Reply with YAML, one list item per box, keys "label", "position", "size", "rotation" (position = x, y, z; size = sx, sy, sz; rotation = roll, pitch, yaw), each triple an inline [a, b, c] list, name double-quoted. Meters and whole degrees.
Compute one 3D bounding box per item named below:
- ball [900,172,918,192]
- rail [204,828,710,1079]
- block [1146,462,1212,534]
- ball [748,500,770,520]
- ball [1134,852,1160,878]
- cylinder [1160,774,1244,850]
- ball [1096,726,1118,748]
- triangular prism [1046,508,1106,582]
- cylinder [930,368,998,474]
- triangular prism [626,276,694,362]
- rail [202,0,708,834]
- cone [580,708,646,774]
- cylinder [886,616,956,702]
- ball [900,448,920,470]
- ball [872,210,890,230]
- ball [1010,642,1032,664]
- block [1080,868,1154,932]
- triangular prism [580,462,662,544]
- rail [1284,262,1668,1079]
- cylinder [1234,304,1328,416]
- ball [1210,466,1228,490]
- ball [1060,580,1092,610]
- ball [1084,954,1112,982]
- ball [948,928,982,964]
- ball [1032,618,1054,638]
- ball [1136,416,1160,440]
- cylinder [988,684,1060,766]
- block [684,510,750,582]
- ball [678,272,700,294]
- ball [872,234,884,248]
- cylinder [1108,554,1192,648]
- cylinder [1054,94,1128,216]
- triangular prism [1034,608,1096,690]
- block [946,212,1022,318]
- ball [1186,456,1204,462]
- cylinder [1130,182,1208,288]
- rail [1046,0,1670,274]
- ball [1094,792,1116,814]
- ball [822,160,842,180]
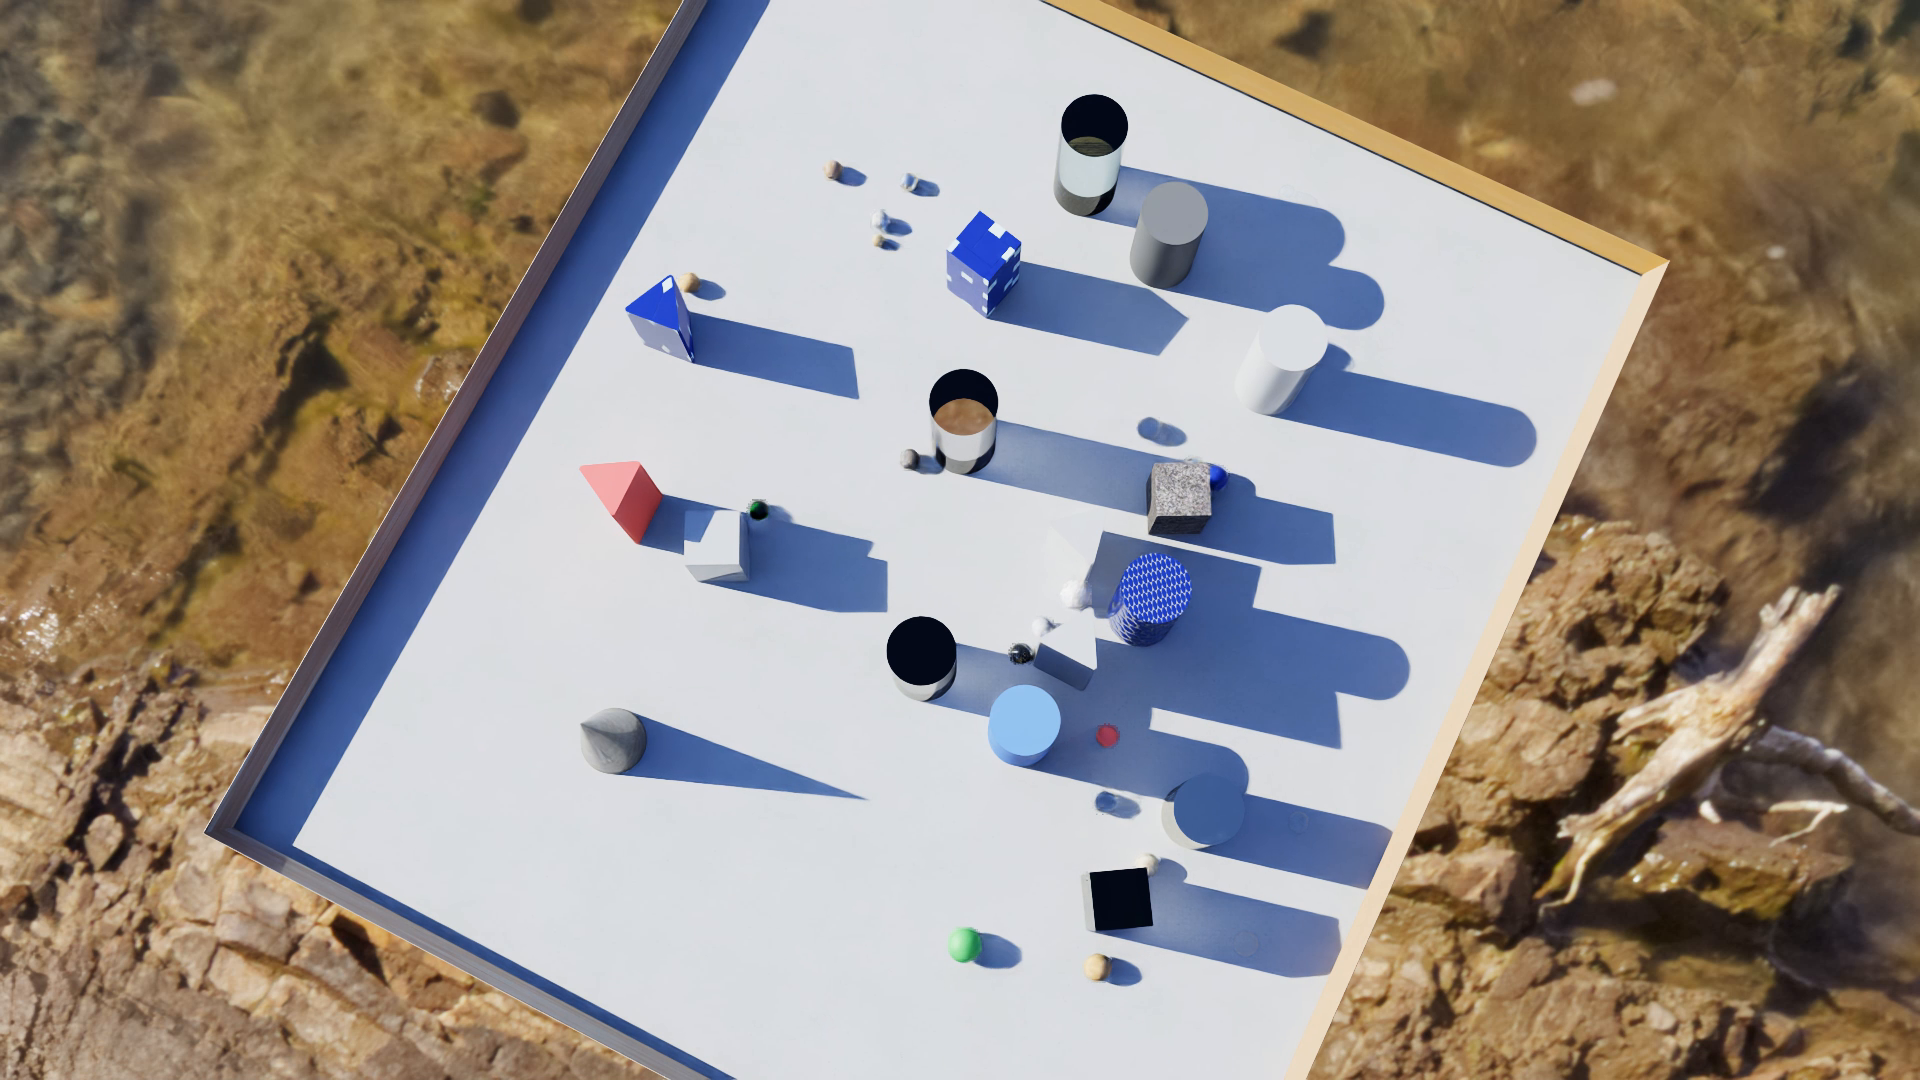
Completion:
- label: "ball"
  position: [-0.162, -1.138, 5.822]
  size: [0.059, 0.059, 0.059]
  rotation: [0, 78, 0]
- label: "rail"
  position: [-0.778, 1.531, 5.233]
  size: [3.144, 0.129, 0.045]
  rotation: [26, 80, 5]
- label: "block"
  position: [0.654, -0.123, 5.507]
  size: [0.159, 0.265, 0.159]
  rotation: [-1, 78, 0]
- label: "ball"
  position: [-0.615, -0.091, 5.604]
  size: [0.061, 0.061, 0.061]
  rotation: [0, 78, 0]
- label: "ball"
  position: [0.548, 0.955, 5.382]
  size: [0.073, 0.073, 0.073]
  rotation: [0, 78, 0]
- label: "cylinder"
  position: [0.696, 0.786, 5.285]
  size: [0.199, 0.331, 0.199]
  rotation: [0, 78, 0]
- label: "ball"
  position: [0.438, 0.586, 5.463]
  size: [0.064, 0.064, 0.064]
  rotation: [0, 78, 0]
- label: "triangular prism"
  position: [0.373, -0.010, 5.458]
  size: [0.149, 0.315, 0.173]
  rotation: [-44, 82, -8]
- label: "cylinder"
  position: [0.011, -0.346, 5.452]
  size: [0.199, 0.463, 0.199]
  rotation: [0, 78, 0]
- label: "triangular prism"
  position: [-0.884, -0.686, 5.591]
  size: [0.173, 0.329, 0.149]
  rotation: [21, 79, 4]
- label: "rail"
  position: [-1.385, -0.671, 5.688]
  size: [0.045, 0.129, 3.528]
  rotation: [26, 80, 5]
- label: "cone"
  position: [-1.038, 0.552, 5.249]
  size: [0.199, 0.497, 0.199]
  rotation: [0, 78, 0]
- label: "cylinder"
  position: [-0.109, 0.351, 5.352]
  size: [0.199, 0.376, 0.199]
  rotation: [0, 78, 0]
- label: "ball"
  position: [-0.155, -0.249, 5.636]
  size: [0.062, 0.062, 0.062]
  rotation: [0, 78, 0]
- label: "ball"
  position: [-0.252, -1.011, 5.796]
  size: [0.059, 0.059, 0.059]
  rotation: [0, 78, 0]
- label: "ball"
  position: [0.185, 0.341, 5.513]
  size: [0.065, 0.065, 0.065]
  rotation: [0, 78, 0]
- label: "block"
  position: [0.442, 1.023, 5.210]
  size: [0.159, 0.381, 0.159]
  rotation: [-5, 78, -1]
- label: "triangular prism"
  position: [-0.976, -0.140, 5.434]
  size: [0.149, 0.414, 0.173]
  rotation: [-35, 80, -7]
- label: "rail"
  position: [1.385, 0.685, 5.408]
  size: [0.045, 0.129, 3.528]
  rotation: [26, 80, 5]
- label: "cylinder"
  position: [0.956, -0.533, 5.488]
  size: [0.199, 0.469, 0.199]
  rotation: [0, 78, 0]
- label: "ball"
  position: [0.781, -0.190, 5.616]
  size: [0.079, 0.079, 0.079]
  rotation: [0, 78, 0]
- label: "ball"
  position: [0.349, 0.166, 5.534]
  size: [0.094, 0.094, 0.094]
  rotation: [0, 78, 0]
- label: "ball"
  position: [0.401, 1.241, 5.320]
  size: [0.078, 0.078, 0.078]
  rotation: [0, 78, 0]
- label: "ball"
  position: [0.014, 1.178, 5.322]
  size: [0.099, 0.099, 0.099]
  rotation: [0, 78, 0]
- label: "ball"
  position: [0.249, 0.265, 5.528]
  size: [0.065, 0.065, 0.065]
  rotation: [0, 78, 0]
- label: "ball"
  position: [0.582, -0.346, 5.651]
  size: [0.073, 0.073, 0.073]
  rotation: [0, 78, 0]
- label: "cylinder"
  position: [0.182, 0.542, 5.315]
  size: [0.199, 0.371, 0.199]
  rotation: [0, 78, 0]
- label: "block"
  position: [-0.723, 0.021, 5.474]
  size: [0.159, 0.270, 0.159]
  rotation: [-1, 78, 0]
- label: "ball"
  position: [-0.850, -0.806, 5.750]
  size: [0.066, 0.066, 0.066]
  rotation: [0, 78, 0]
- label: "ball"
  position: [-0.258, -0.947, 5.791]
  size: [0.042, 0.042, 0.042]
  rotation: [0, 78, 0]
- label: "cylinder"
  position: [0.549, 0.181, 5.347]
  size: [0.199, 0.455, 0.199]
  rotation: [0, 78, 0]
- label: "cylinder"
  position: [0.396, -1.174, 5.623]
  size: [0.199, 0.464, 0.199]
  rotation: [0, 78, 0]
- label: "triangular prism"
  position: [0.331, 0.301, 5.304]
  size: [0.173, 0.490, 0.149]
  rotation: [27, 80, 5]
- label: "block"
  position: [0.071, -0.839, 5.615]
  size: [0.159, 0.343, 0.159]
  rotation: [38, 81, 7]
- label: "ball"
  position: [0.722, -0.224, 5.631]
  size: [0.062, 0.062, 0.062]
  rotation: [0, 78, 0]
- label: "cylinder"
  position: [0.636, -0.929, 5.612]
  size: [0.199, 0.385, 0.199]
  rotation: [0, 78, 0]
- label: "rail"
  position: [0.778, -1.517, 5.864]
  size: [3.144, 0.129, 0.045]
  rotation: [26, 80, 5]
- label: "ball"
  position: [0.428, 0.776, 5.422]
  size: [0.066, 0.066, 0.066]
  rotation: [0, 78, 0]
- label: "ball"
  position: [-0.404, -1.178, 5.829]
  size: [0.063, 0.063, 0.063]
  rotation: [0, 78, 0]
